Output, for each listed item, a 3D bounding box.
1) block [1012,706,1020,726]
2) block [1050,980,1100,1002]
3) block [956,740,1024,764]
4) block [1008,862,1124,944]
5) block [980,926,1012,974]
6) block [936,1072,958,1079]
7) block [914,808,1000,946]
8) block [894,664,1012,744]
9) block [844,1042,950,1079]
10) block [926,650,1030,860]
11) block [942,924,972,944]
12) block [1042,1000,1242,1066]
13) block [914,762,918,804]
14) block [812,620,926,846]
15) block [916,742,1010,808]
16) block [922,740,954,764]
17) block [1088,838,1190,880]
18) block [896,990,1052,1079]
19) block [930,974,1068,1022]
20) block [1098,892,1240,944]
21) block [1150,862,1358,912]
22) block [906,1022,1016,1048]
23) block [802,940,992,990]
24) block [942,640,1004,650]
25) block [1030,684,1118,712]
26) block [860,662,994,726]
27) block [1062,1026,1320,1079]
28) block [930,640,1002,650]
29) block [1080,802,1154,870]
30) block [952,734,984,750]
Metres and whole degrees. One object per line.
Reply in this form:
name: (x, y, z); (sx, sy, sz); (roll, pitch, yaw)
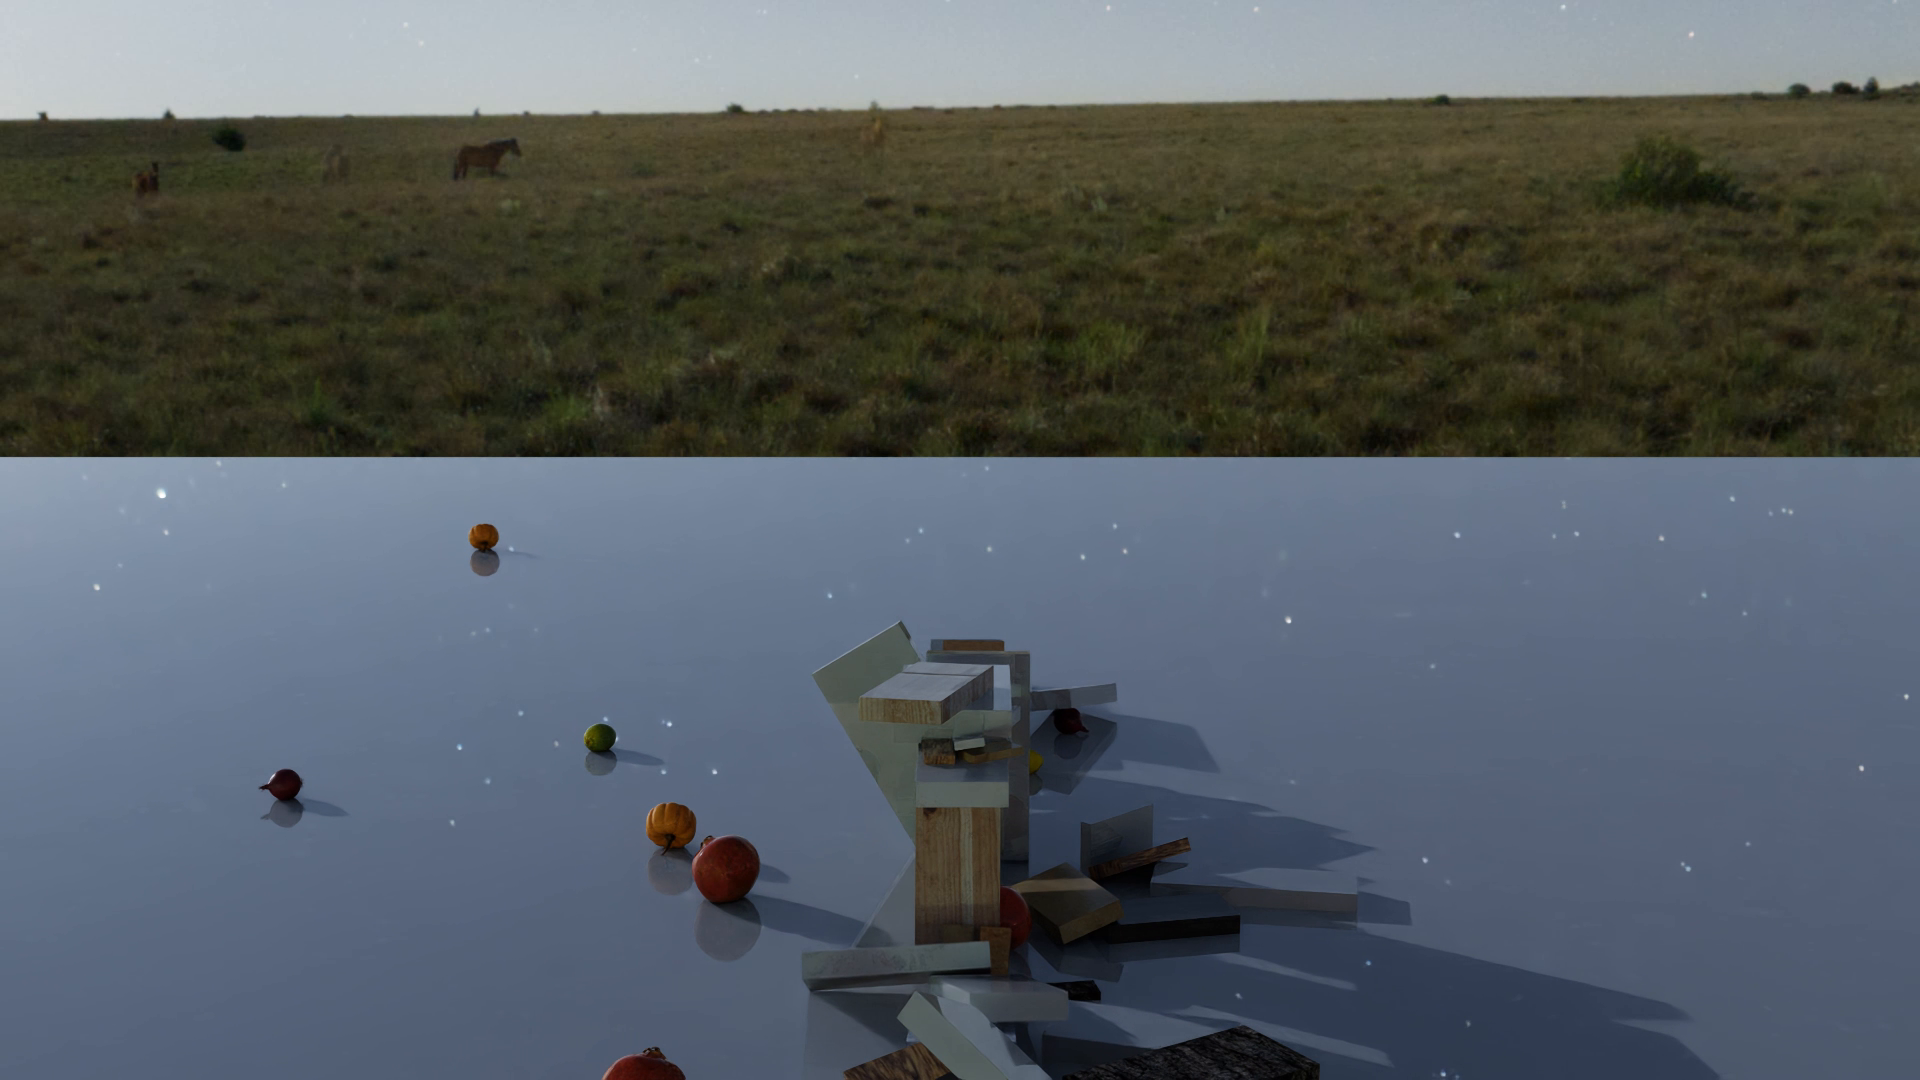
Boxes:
block: (0.036, 0.298, 3.583); (0.083, 0.023, 0.166); (3, 10, 17)
block: (0.157, 0.665, 3.232); (0.091, 0.013, 0.045); (-2, 11, -11)
block: (0.045, 0.317, 3.294); (0.090, 0.013, 0.045); (-7, 12, -34)
block: (0.169, 0.581, 3.530); (0.108, 0.031, 0.217); (-21, 14, -16)
block: (0.051, 0.623, 3.278); (0.045, 0.091, 0.013); (2, -29, 9)
block: (-0.098, 0.730, 2.532); (0.298, 0.042, 0.149); (-22, 27, -23)
block: (-0.003, 0.522, 3.333); (0.128, 0.256, 0.036); (0, -5, 1)
block: (-0.008, 0.260, 3.542); (0.180, 0.051, 0.399); (0, 7, 1)
block: (-0.023, 0.708, 2.653); (0.141, 0.040, 0.282); (-17, 26, -19)
block: (0.031, 0.375, 3.835); (0.180, 0.359, 0.051); (0, 3, 2)
block: (-0.004, 0.621, 3.283); (0.045, 0.091, 0.013); (0, -26, 2)
block: (0.251, 0.690, 3.033); (0.252, 0.036, 0.126); (4, 12, 17)
block: (-0.002, 0.357, 3.427); (0.128, 0.036, 0.256); (0, 10, 1)
block: (-0.091, 0.343, 3.893); (0.180, 0.359, 0.051); (-31, 2, 6)
block: (0.004, 0.342, 3.298); (0.135, 0.038, 0.269); (0, 10, 0)
block: (-0.033, 0.317, 3.295); (0.045, 0.013, 0.090); (-1, 10, -4)
block: (0.307, 0.545, 3.756); (0.166, 0.023, 0.083); (-9, -12, -41)
block: (0.068, 0.666, 2.674); (0.298, 0.042, 0.149); (37, 3, 35)
block: (0.050, 0.634, 3.051); (0.135, 0.038, 0.269); (2, -6, -12)
block: (0.326, 0.603, 3.512); (0.217, 0.031, 0.108); (-2, 11, -13)
block: (0.490, 0.576, 3.659); (0.337, 0.031, 0.108); (2, 11, 10)
block: (0.003, 0.670, 2.950); (0.141, 0.040, 0.282); (0, -3, 1)
block: (-0.090, 0.620, 3.197); (0.269, 0.038, 0.135); (-4, -18, 0)
block: (0.025, 0.266, 4.256); (0.121, 0.034, 0.242); (1, 25, 1)
block: (0.222, 0.338, 4.712); (0.140, 0.040, 0.281); (-6, -4, 24)
block: (-0.048, 0.234, 3.393); (0.126, 0.036, 0.315); (2, 7, 15)
block: (0.295, 0.694, 2.798); (0.298, 0.042, 0.149); (-7, 12, -32)
block: (0.012, 0.288, 4.315); (0.144, 0.041, 0.289); (0, 29, 1)
block: (0.275, 0.516, 3.841); (0.023, 0.083, 0.166); (10, 15, 44)
block: (0.013, 0.304, 3.298); (0.045, 0.013, 0.090); (-8, -2, -2)
